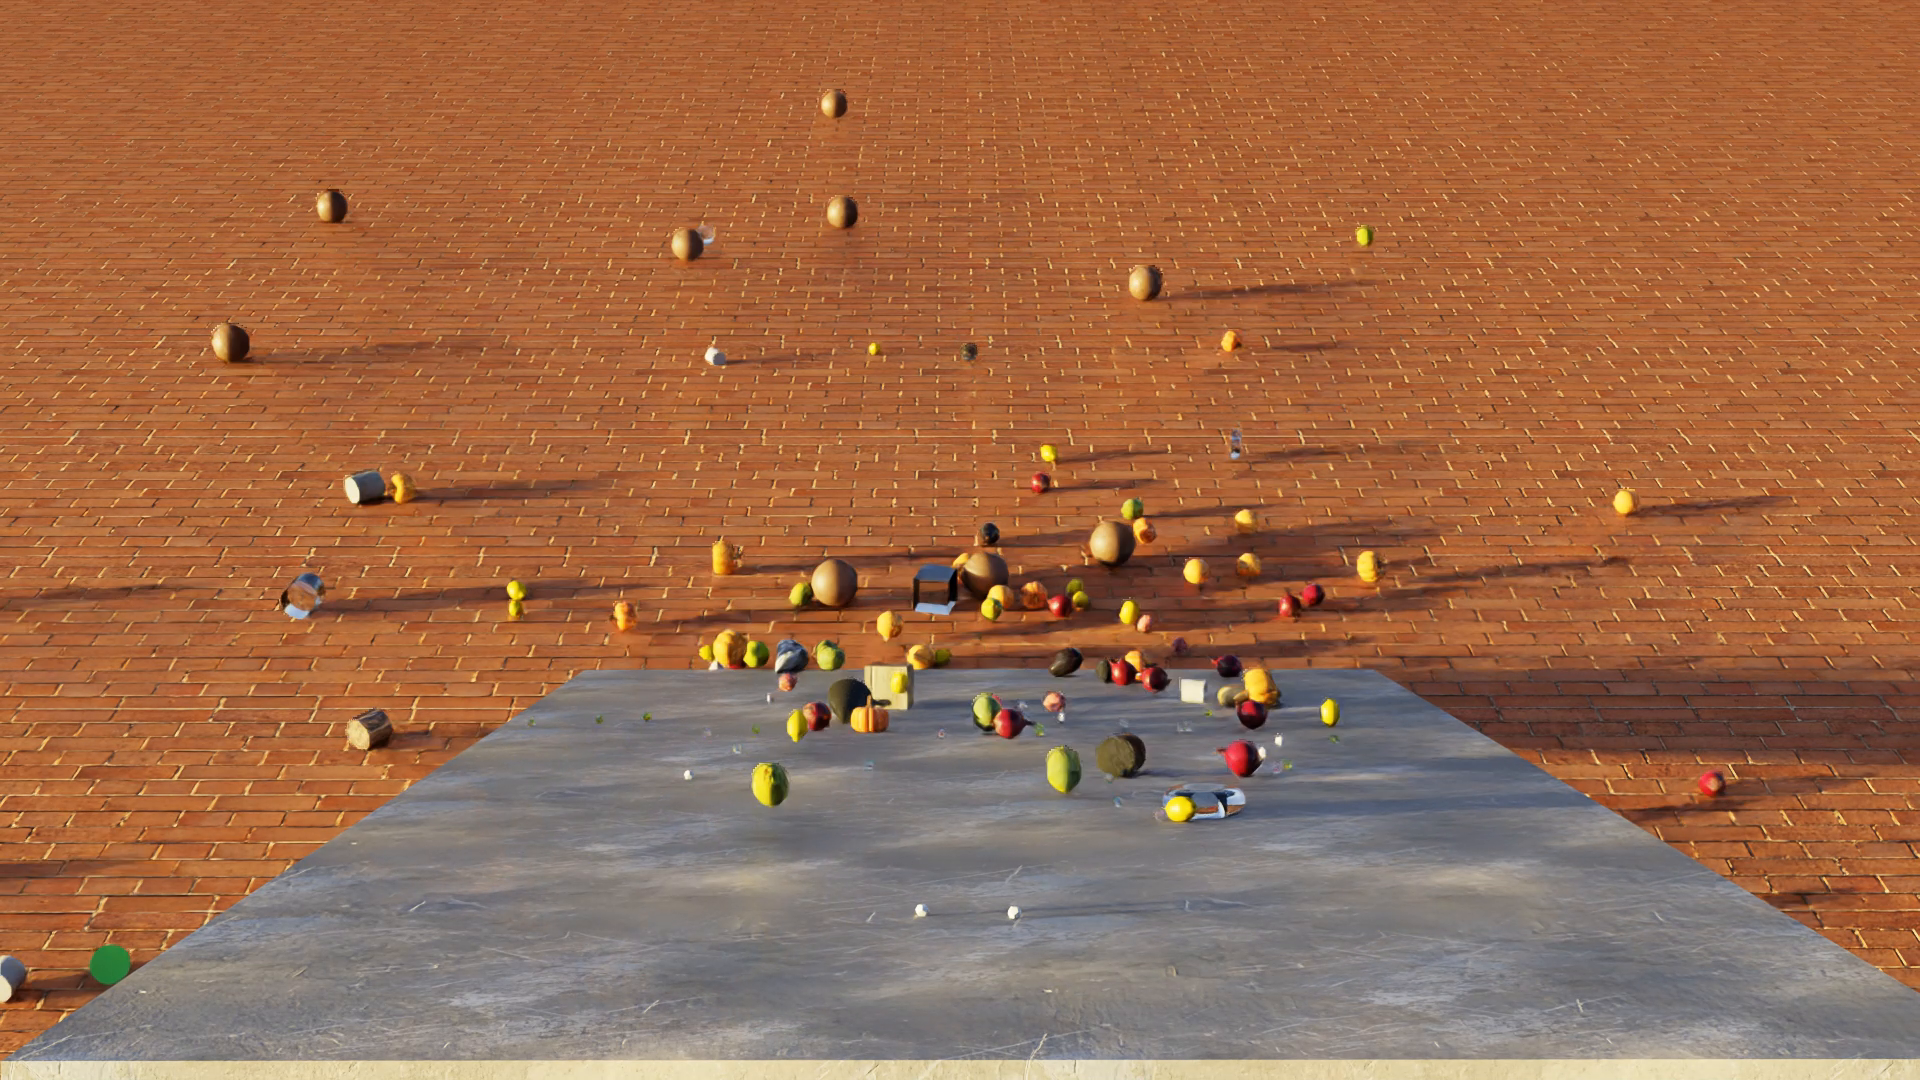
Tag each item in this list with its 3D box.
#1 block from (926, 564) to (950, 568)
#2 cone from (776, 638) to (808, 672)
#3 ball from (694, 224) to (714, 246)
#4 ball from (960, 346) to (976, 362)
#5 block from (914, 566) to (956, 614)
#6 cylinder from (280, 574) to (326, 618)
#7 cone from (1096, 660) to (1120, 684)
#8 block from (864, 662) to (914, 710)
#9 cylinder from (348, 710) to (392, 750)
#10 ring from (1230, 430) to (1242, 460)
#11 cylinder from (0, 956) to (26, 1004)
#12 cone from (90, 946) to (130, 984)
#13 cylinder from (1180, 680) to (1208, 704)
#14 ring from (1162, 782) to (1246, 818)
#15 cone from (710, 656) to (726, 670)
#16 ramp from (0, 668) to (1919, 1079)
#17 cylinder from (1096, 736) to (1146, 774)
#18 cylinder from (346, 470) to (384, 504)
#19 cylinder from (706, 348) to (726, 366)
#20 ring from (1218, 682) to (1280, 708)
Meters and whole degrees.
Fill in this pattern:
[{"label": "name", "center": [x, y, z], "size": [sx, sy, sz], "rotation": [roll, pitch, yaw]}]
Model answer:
[{"label": "block", "center": [-0.071, 0.116, 7.197], "size": [0.071, 0.071, 0.071], "rotation": [7, 24, 17]}, {"label": "cone", "center": [-0.442, 0.311, 6.471], "size": [0.091, 0.091, 0.091], "rotation": [10, 34, 23]}, {"label": "ball", "center": [-1.038, -1.240, 10.460], "size": [0.081, 0.081, 0.081], "rotation": [0, 22, 0]}, {"label": "ball", "center": [0.031, -0.660, 9.092], "size": [0.056, 0.056, 0.056], "rotation": [0, 22, 0]}, {"label": "block", "center": [-0.069, 0.139, 7.107], "size": [0.098, 0.098, 0.098], "rotation": [5, 23, 12]}, {"label": "cylinder", "center": [-1.805, 0.154, 7.073], "size": [0.095, 0.095, 0.095], "rotation": [2, 23, 5]}, {"label": "cone", "center": [0.355, 0.330, 6.191], "size": [0.062, 0.062, 0.062], "rotation": [2, 33, 5]}, {"label": "block", "center": [-0.156, 0.321, 5.678], "size": [0.093, 0.093, 0.093], "rotation": [0, 3, 9]}, {"label": "cylinder", "center": [-1.453, 0.468, 6.339], "size": [0.076, 0.076, 0.076], "rotation": [14, 26, 30]}, {"label": "ring", "center": [0.875, -0.304, 8.173], "size": [0.032, 0.096, 0.096], "rotation": [3, 23, 1]}, {"label": "cylinder", "center": [-1.970, 0.904, 5.293], "size": [0.070, 0.070, 0.070], "rotation": [2, 23, 6]}, {"label": "cone", "center": [-1.784, 0.887, 5.377], "size": [0.082, 0.082, 0.082], "rotation": [-14, -1, -29]}, {"label": "cylinder", "center": [0.522, 0.338, 5.739], "size": [0.052, 0.052, 0.052], "rotation": [2, 22, 15]}, {"label": "ring", "center": [0.391, 0.417, 4.120], "size": [0.134, 0.045, 0.134], "rotation": [-1, 3, 0]}, {"label": "cone", "center": [-0.634, 0.325, 6.715], "size": [0.054, 0.054, 0.054], "rotation": [0, 22, 0]}, {"label": "ramp", "center": [0.052, 0.470, 4.535], "size": [2.000, 0.100, 4.000], "rotation": [0, 3, 0]}, {"label": "cylinder", "center": [0.288, 0.383, 4.586], "size": [0.069, 0.069, 0.069], "rotation": [13, 1, 28]}, {"label": "cylinder", "center": [-1.814, -0.161, 7.845], "size": [0.086, 0.086, 0.086], "rotation": [-18, 29, -37]}, {"label": "cylinder", "center": [-0.860, -0.645, 9.059], "size": [0.053, 0.053, 0.053], "rotation": [-12, 26, -27]}, {"label": "ring", "center": [0.640, 0.343, 5.696], "size": [0.139, 0.046, 0.139], "rotation": [-3, 0, 0]}]
